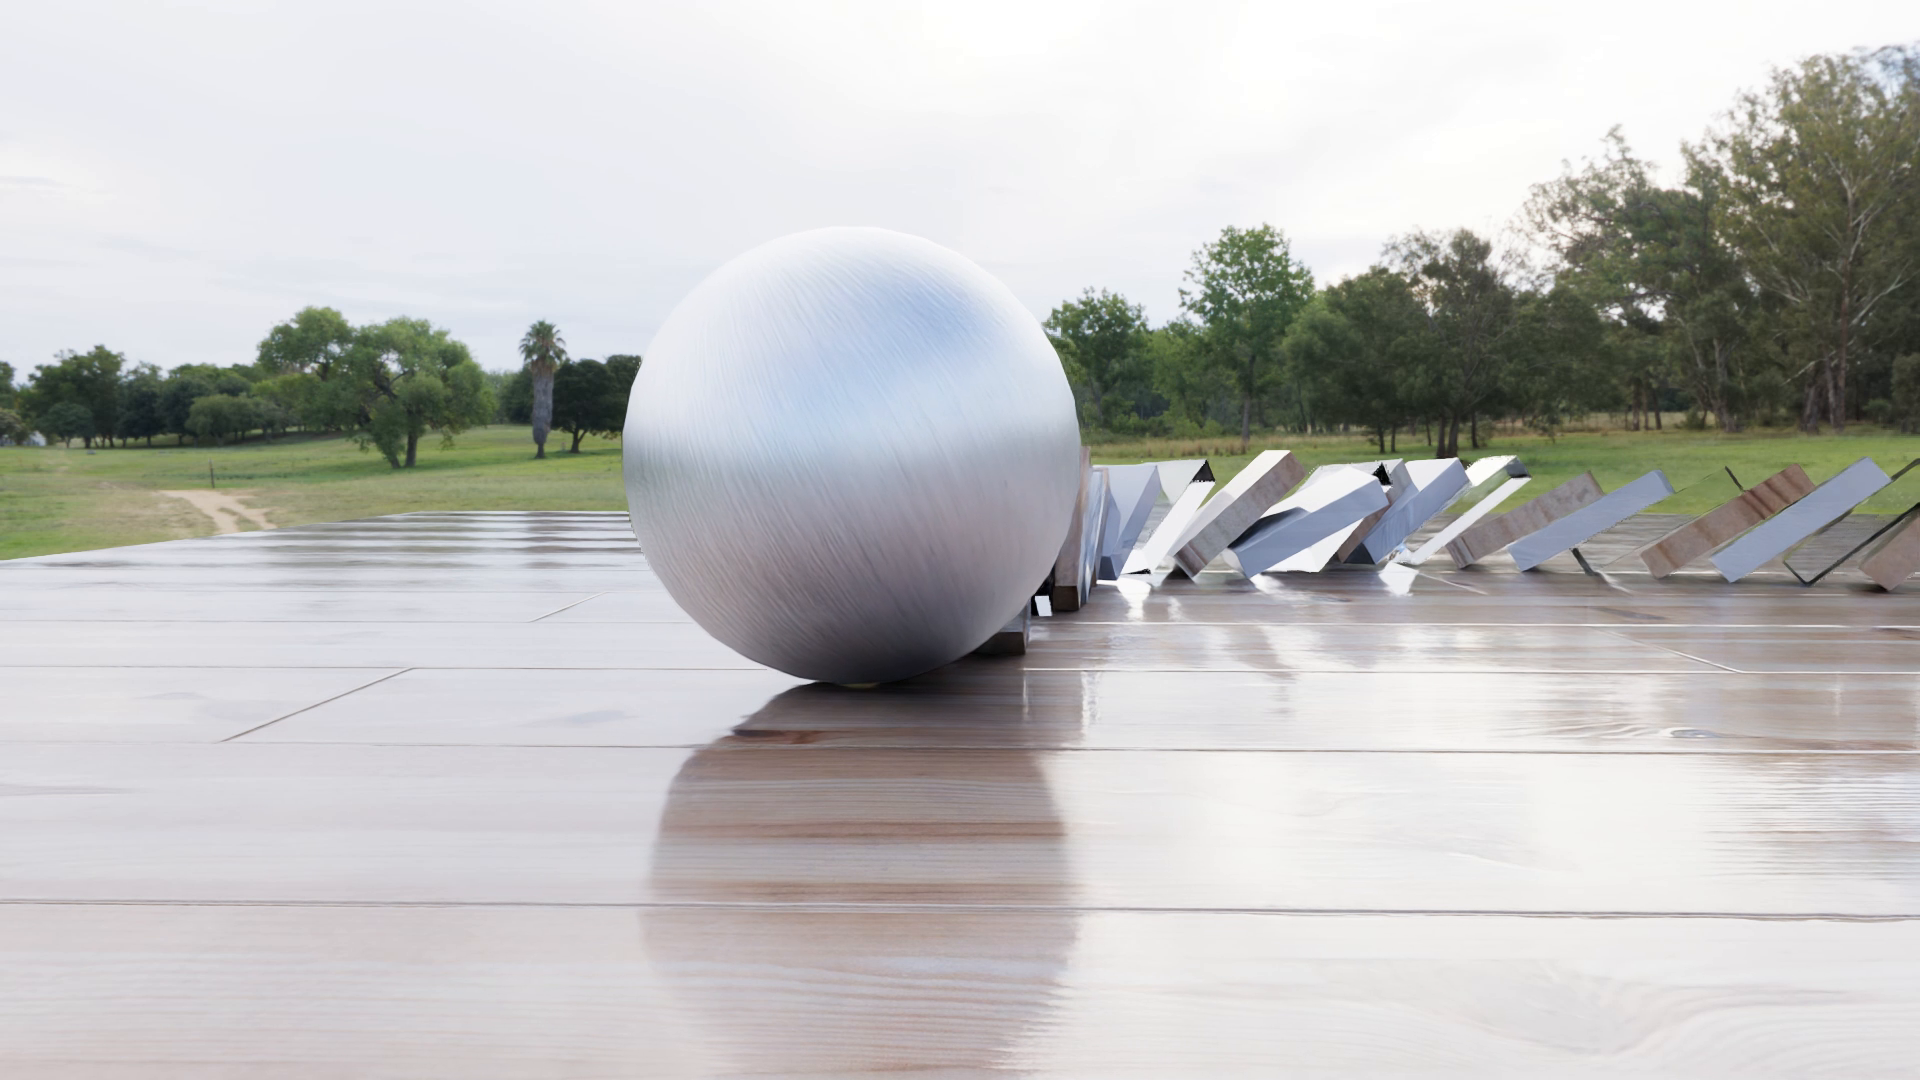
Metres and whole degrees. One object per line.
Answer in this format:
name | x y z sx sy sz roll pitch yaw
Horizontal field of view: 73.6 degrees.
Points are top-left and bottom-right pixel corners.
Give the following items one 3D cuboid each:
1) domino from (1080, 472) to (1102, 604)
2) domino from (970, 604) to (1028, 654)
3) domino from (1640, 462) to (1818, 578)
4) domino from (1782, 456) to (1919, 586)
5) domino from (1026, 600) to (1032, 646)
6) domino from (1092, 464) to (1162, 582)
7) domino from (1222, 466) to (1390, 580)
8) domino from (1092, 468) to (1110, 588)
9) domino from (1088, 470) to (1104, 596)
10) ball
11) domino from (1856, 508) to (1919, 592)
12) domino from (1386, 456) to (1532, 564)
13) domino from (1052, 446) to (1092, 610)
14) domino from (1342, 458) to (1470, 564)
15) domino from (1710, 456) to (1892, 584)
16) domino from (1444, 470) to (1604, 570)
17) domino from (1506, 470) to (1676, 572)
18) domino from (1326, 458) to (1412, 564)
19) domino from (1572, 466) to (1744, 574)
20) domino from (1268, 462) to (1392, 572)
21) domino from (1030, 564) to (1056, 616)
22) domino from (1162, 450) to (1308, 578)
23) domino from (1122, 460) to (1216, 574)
domino | 0.025 -0.002 0.360 0.025 0.009 0.050 1 36 11
domino | 0.002 0.000 0.270 0.025 0.050 0.009 1 -33 7
domino | 0.241 -0.006 0.403 0.050 0.010 0.025 -39 -17 29
domino | 0.271 -0.007 0.382 0.050 0.009 0.025 -48 -21 26
domino | 0.004 -0.001 0.282 0.025 0.050 0.009 1 -33 7
domino | 0.046 -0.006 0.414 0.025 0.010 0.050 1 37 28
domino | 0.109 -0.006 0.414 0.050 0.009 0.025 -28 12 1
domino | 0.032 -0.005 0.397 0.025 0.009 0.050 0 36 13
domino | 0.028 -0.003 0.379 0.025 0.009 0.050 1 36 12
ball | -0.019 -0.015 0.228 0.080 0.080 0.080 0 4 0
domino | 0.285 -0.008 0.372 0.010 0.050 0.025 46 26 22
domino | 0.174 -0.011 0.453 0.050 0.010 0.025 -37 4 -2
domino | 0.021 -0.004 0.343 0.025 0.009 0.050 1 48 11
domino | 0.154 -0.010 0.455 0.050 0.009 0.025 -38 14 -17
domino | 0.256 -0.006 0.392 0.050 0.009 0.025 -42 -19 28
domino | 0.192 -0.007 0.437 0.050 0.009 0.025 -32 -11 26
domino | 0.209 -0.006 0.425 0.050 0.010 0.025 -34 -15 30
domino | 0.135 -0.010 0.451 0.050 0.010 0.025 -42 21 -30
domino | 0.225 -0.006 0.414 0.050 0.009 0.025 -36 -16 30
domino | 0.122 -0.008 0.434 0.050 0.009 0.025 -42 25 -31
domino | 0.013 -0.005 0.329 0.025 0.050 0.009 1 -33 11
domino | 0.087 -0.009 0.417 0.050 0.009 0.025 -42 6 -1
domino | 0.063 -0.008 0.427 0.025 0.009 0.050 -1 37 42
